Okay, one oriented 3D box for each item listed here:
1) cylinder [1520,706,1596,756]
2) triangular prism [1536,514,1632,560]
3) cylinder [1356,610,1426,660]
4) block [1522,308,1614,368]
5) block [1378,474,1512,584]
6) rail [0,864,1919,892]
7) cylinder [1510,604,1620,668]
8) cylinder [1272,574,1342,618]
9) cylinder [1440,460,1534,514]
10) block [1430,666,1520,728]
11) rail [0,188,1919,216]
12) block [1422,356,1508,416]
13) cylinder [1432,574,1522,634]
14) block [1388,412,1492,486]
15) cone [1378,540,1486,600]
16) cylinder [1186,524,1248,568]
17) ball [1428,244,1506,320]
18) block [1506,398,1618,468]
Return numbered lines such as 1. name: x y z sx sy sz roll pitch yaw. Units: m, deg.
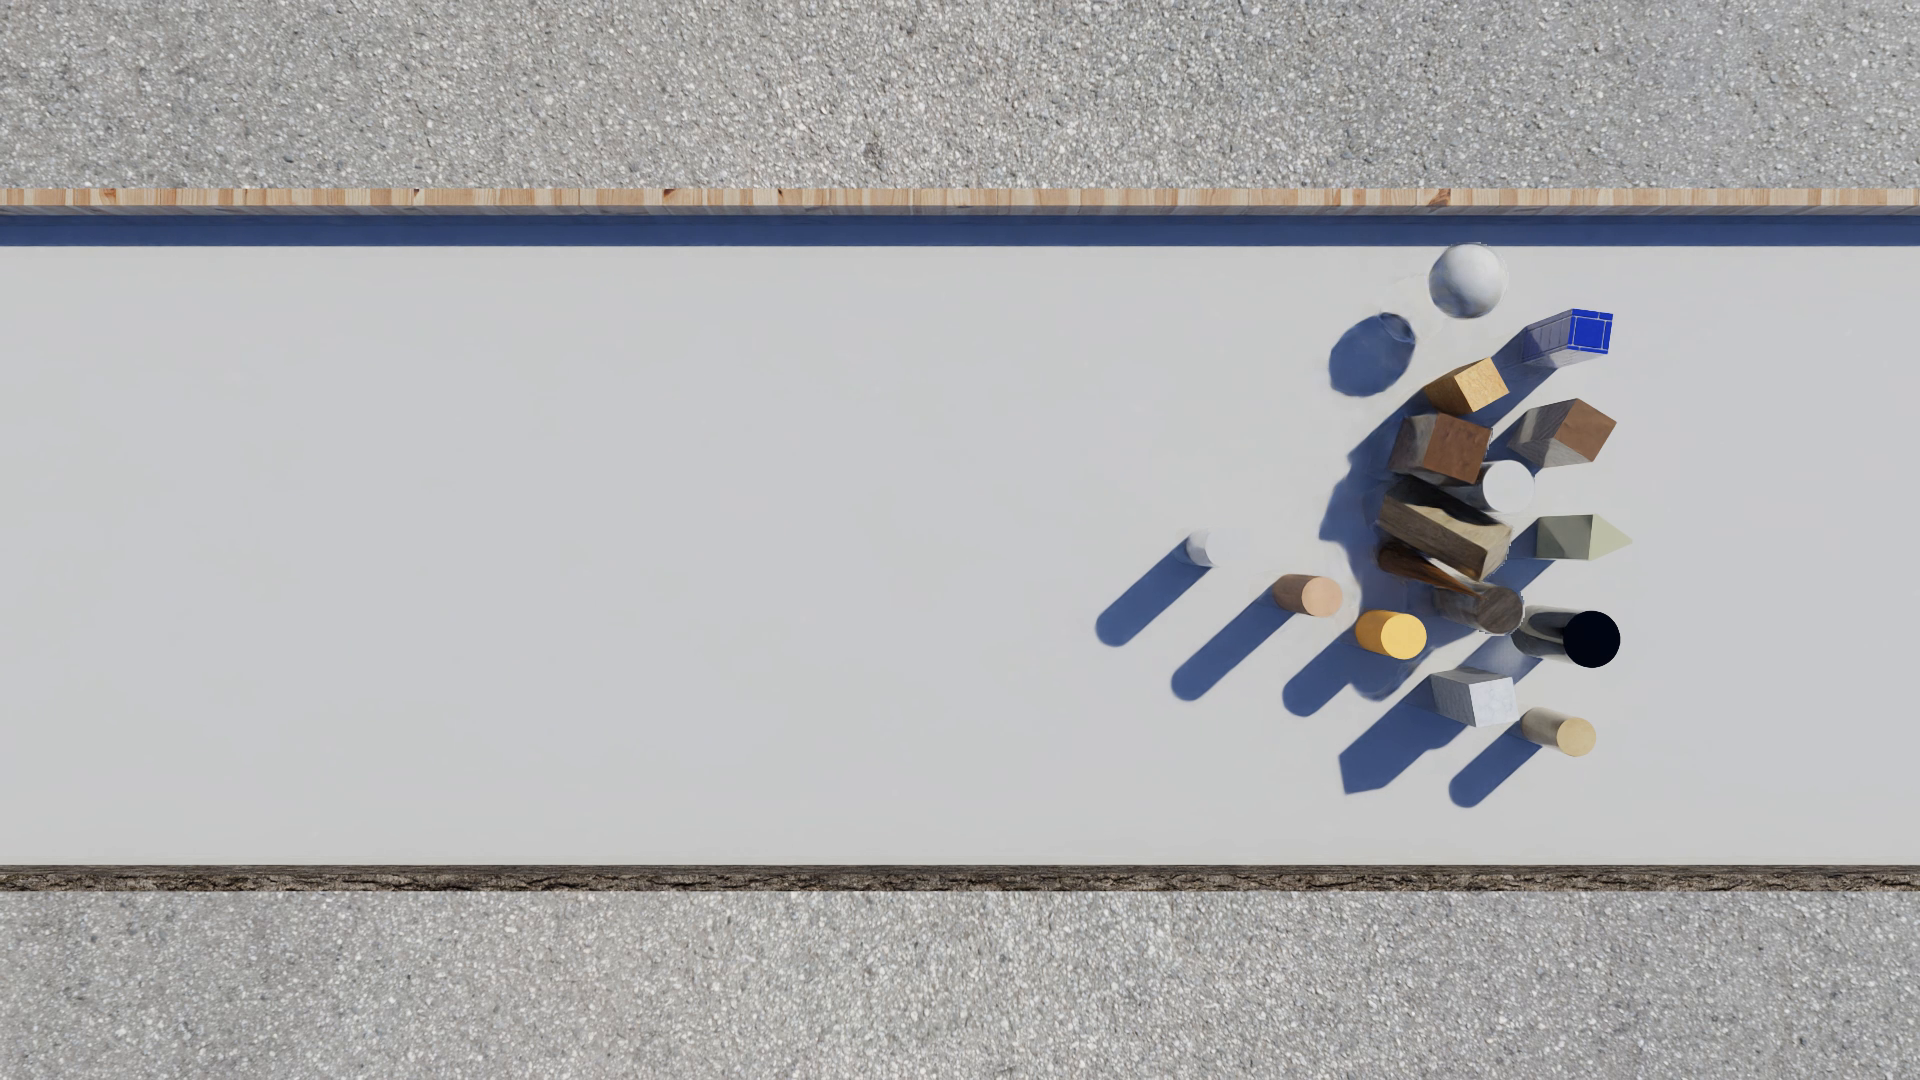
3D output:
1. cylinder: 1.783 0.570 4.923 0.114 0.307 0.114 0 90 0
2. triangular prism: 1.811 -0.022 4.862 0.134 0.430 0.116 -24 90 0
3. cylinder: 1.282 0.279 4.921 0.131 0.311 0.131 0 90 0
4. block: 1.793 -0.594 4.884 0.117 0.386 0.117 8 90 0
5. block: 1.439 -0.038 4.905 0.131 0.131 0.353 -34 52 -31
6. rail: -2.247 1.025 5.001 12.000 0.150 0.050 0 90 0
7. cylinder: 1.775 0.279 4.855 0.162 0.443 0.162 0 90 0
8. cylinder: 1.020 0.161 4.860 0.115 0.432 0.115 0 90 0
9. cylinder: 1.564 -0.154 4.912 0.155 0.315 0.155 0 90 -6
10. block: 1.518 0.462 4.882 0.125 0.389 0.125 -10 90 0
11. rail: -2.247 -1.025 5.002 12.000 0.150 0.050 0 90 0
12. block: 1.503 -0.448 4.914 0.118 0.325 0.118 -29 90 0
13. cylinder: 1.531 0.188 4.892 0.137 0.358 0.137 0 94 -3
14. block: 1.426 -0.268 4.917 0.165 0.310 0.165 18 90 -3
15. cone: 1.408 0.110 4.865 0.101 0.428 0.101 -8 110 -23
16. cylinder: 0.759 0.019 4.883 0.124 0.386 0.124 0 90 0
17. ball: 1.474 -0.750 4.795 0.220 0.220 0.220 0 90 0
18. block: 1.772 -0.312 4.875 0.133 0.403 0.133 32 90 0
